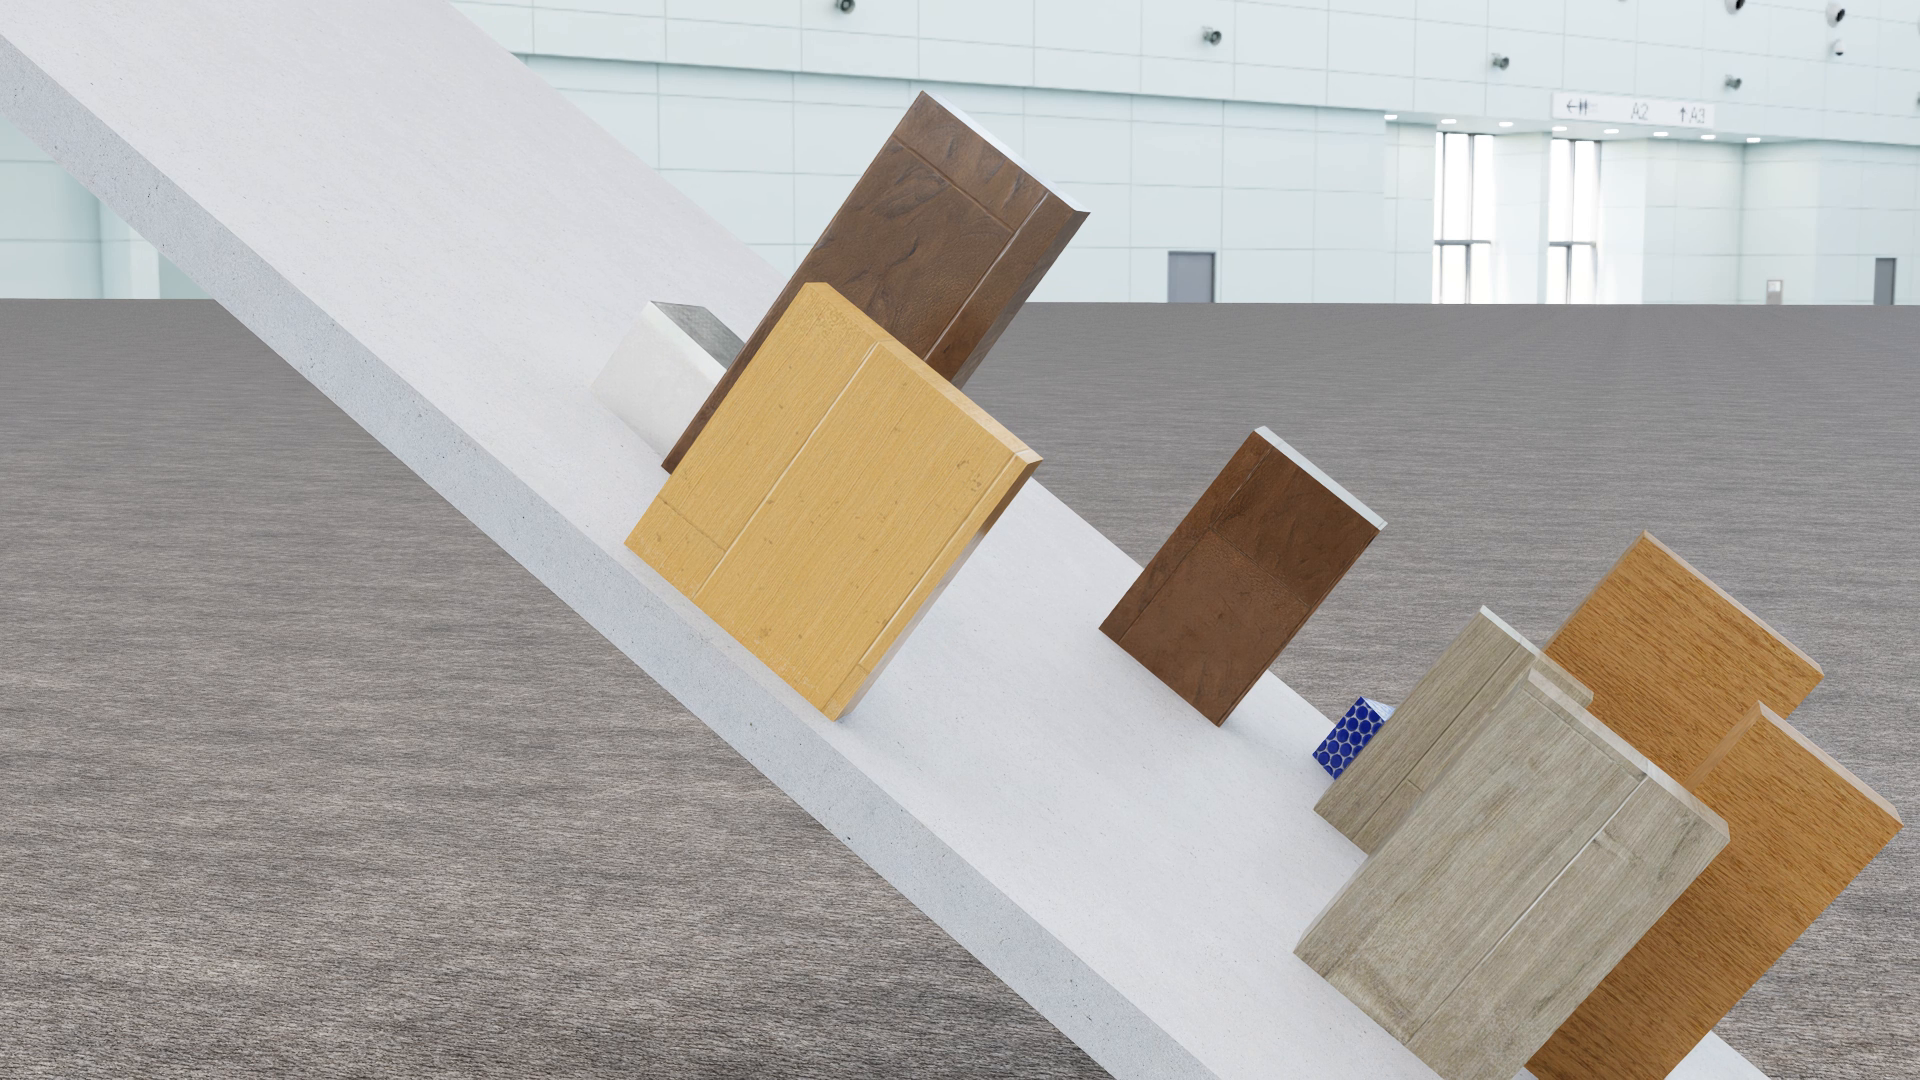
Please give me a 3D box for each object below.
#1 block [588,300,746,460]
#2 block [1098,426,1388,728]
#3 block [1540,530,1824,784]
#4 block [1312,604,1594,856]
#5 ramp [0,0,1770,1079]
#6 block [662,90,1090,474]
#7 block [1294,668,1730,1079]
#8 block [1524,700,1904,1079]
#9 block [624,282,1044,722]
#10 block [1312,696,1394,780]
[{"bbox_3d":[-0.461,-0.265,3.691,0.187,0.187,0.187,42,16,15],"label":"block"},{"bbox_3d":[0.554,0.071,4.320,0.307,0.502,0.128,40,16,9],"label":"block"},{"bbox_3d":[1.306,0.416,4.454,0.431,0.769,0.132,40,16,9],"label":"block"},{"bbox_3d":[0.938,0.404,4.196,0.261,0.502,0.089,40,16,9],"label":"block"},{"bbox_3d":[-0.046,0.103,4.061,4.000,0.100,2.000,40,16,9],"label":"ramp"},{"bbox_3d":[-0.141,-0.315,3.493,0.305,0.741,0.101,40,16,9],"label":"block"},{"bbox_3d":[0.864,0.551,3.475,0.380,0.582,0.119,40,16,9],"label":"block"},{"bbox_3d":[1.226,0.643,3.727,0.279,0.722,0.135,40,16,9],"label":"block"},{"bbox_3d":[-0.187,-0.055,3.149,0.407,0.475,0.083,40,16,9],"label":"block"},{"bbox_3d":[0.869,0.450,4.545,0.162,0.162,0.162,19,23,-47],"label":"block"}]
